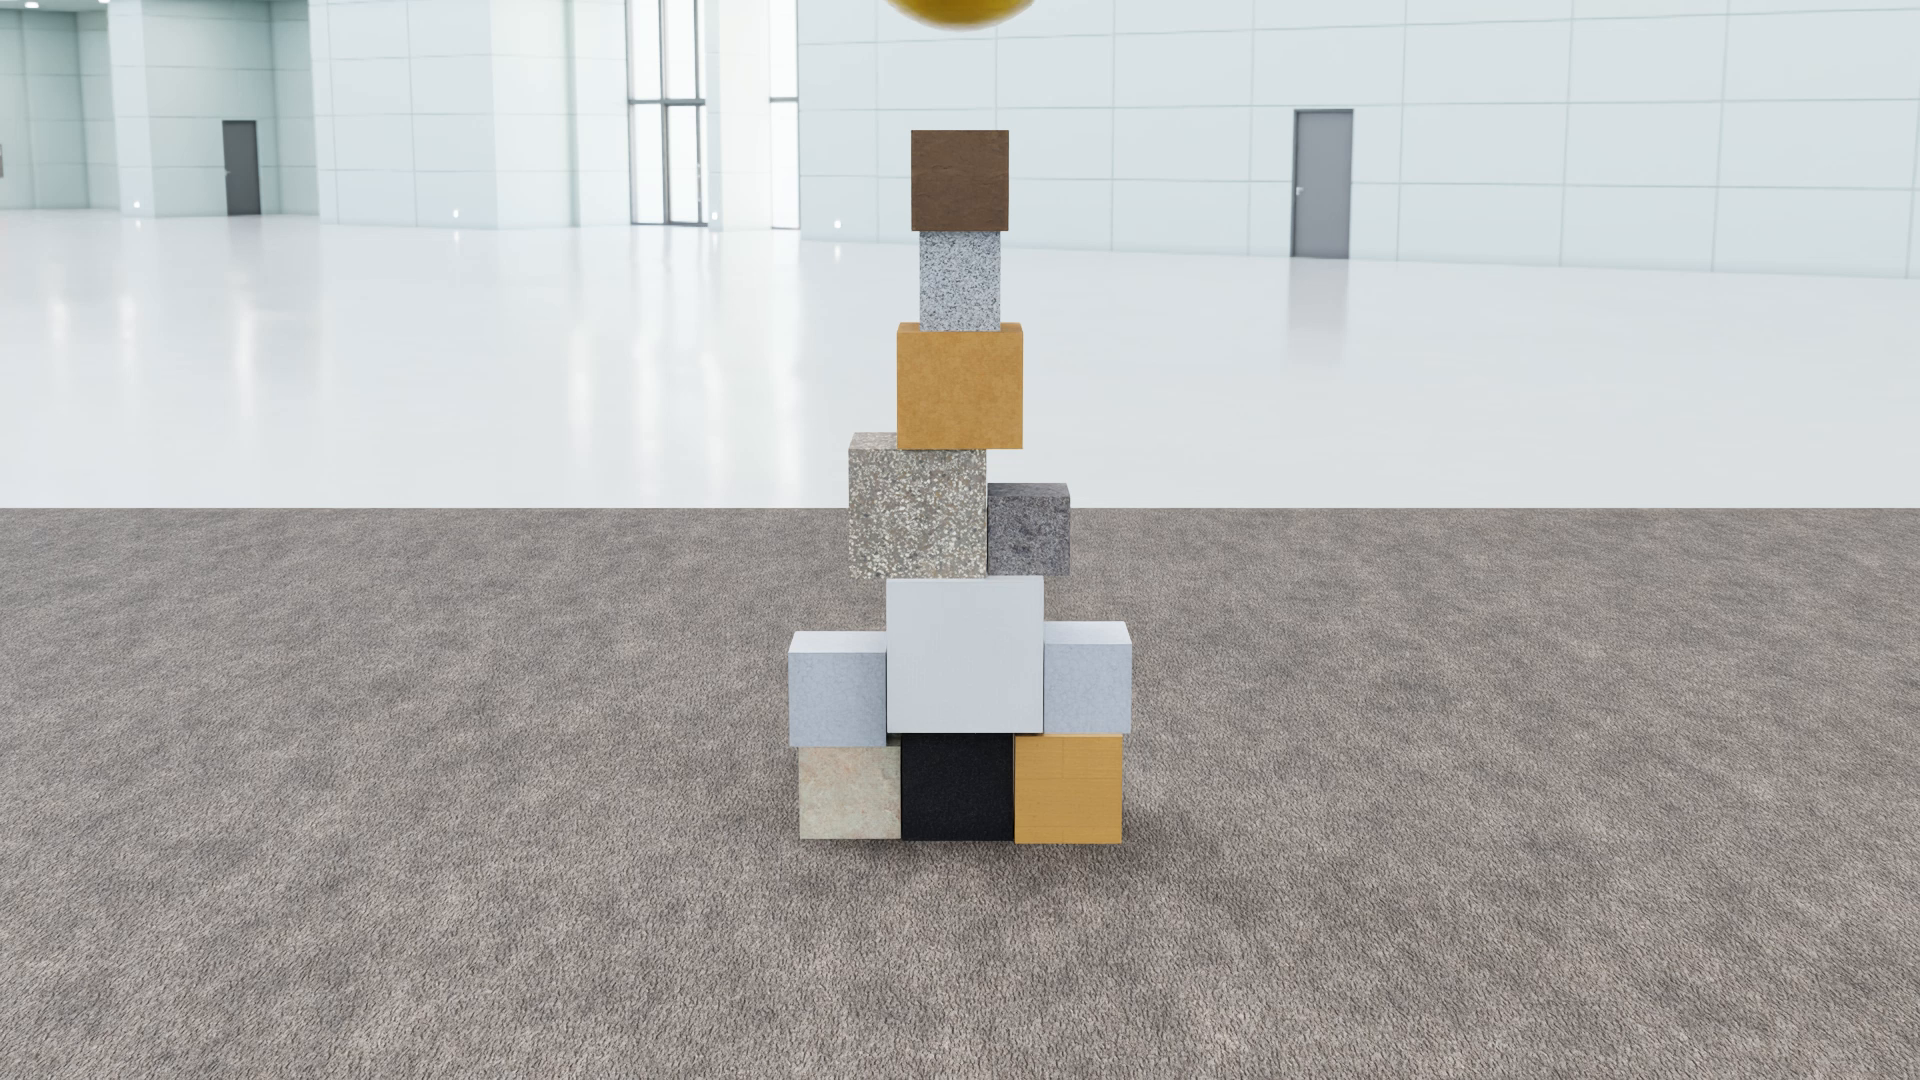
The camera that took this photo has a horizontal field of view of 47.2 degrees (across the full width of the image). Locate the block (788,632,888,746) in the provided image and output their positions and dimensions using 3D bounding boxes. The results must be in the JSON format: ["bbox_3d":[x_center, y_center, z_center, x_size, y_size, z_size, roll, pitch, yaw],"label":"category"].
[{"bbox_3d":[-0.617,0.761,11.300,0.488,0.490,0.480,0,10,0],"label":"block"}]

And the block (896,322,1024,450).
[{"bbox_3d":[0.000,-0.782,11.040,0.616,0.571,0.625,0,10,0],"label":"block"}]

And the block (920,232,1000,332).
[{"bbox_3d":[0.000,-1.302,10.943,0.396,0.487,0.449,0,10,0],"label":"block"}]

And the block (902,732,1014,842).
[{"bbox_3d":[-0.012,1.187,11.381,0.559,0.593,0.555,0,10,0],"label":"block"}]

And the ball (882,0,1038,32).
[{"bbox_3d":[0.000,-4.423,15.616,1.600,1.600,1.600,0,10,0],"label":"ball"}]

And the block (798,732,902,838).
[{"bbox_3d":[-0.558,1.235,11.417,0.515,0.485,0.529,0,10,0],"label":"block"}]

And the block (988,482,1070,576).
[{"bbox_3d":[0.345,-0.059,11.168,0.408,0.400,0.450,0,10,0],"label":"block"}]

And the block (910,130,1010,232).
[{"bbox_3d":[0.000,-1.776,10.844,0.472,0.482,0.489,0,10,0],"label":"block"}]

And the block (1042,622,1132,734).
[{"bbox_3d":[0.642,0.701,11.300,0.438,0.462,0.520,0,10,0],"label":"block"}]

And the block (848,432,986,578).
[{"bbox_3d":[-0.209,-0.184,11.160,0.679,0.649,0.624,0,10,0],"label":"block"}]

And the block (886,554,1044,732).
[{"bbox_3d":[0.025,0.517,11.262,0.776,0.768,0.735,0,10,0],"label":"block"}]

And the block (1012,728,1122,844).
[{"bbox_3d":[0.547,1.204,11.383,0.538,0.558,0.630,0,10,0],"label":"block"}]
